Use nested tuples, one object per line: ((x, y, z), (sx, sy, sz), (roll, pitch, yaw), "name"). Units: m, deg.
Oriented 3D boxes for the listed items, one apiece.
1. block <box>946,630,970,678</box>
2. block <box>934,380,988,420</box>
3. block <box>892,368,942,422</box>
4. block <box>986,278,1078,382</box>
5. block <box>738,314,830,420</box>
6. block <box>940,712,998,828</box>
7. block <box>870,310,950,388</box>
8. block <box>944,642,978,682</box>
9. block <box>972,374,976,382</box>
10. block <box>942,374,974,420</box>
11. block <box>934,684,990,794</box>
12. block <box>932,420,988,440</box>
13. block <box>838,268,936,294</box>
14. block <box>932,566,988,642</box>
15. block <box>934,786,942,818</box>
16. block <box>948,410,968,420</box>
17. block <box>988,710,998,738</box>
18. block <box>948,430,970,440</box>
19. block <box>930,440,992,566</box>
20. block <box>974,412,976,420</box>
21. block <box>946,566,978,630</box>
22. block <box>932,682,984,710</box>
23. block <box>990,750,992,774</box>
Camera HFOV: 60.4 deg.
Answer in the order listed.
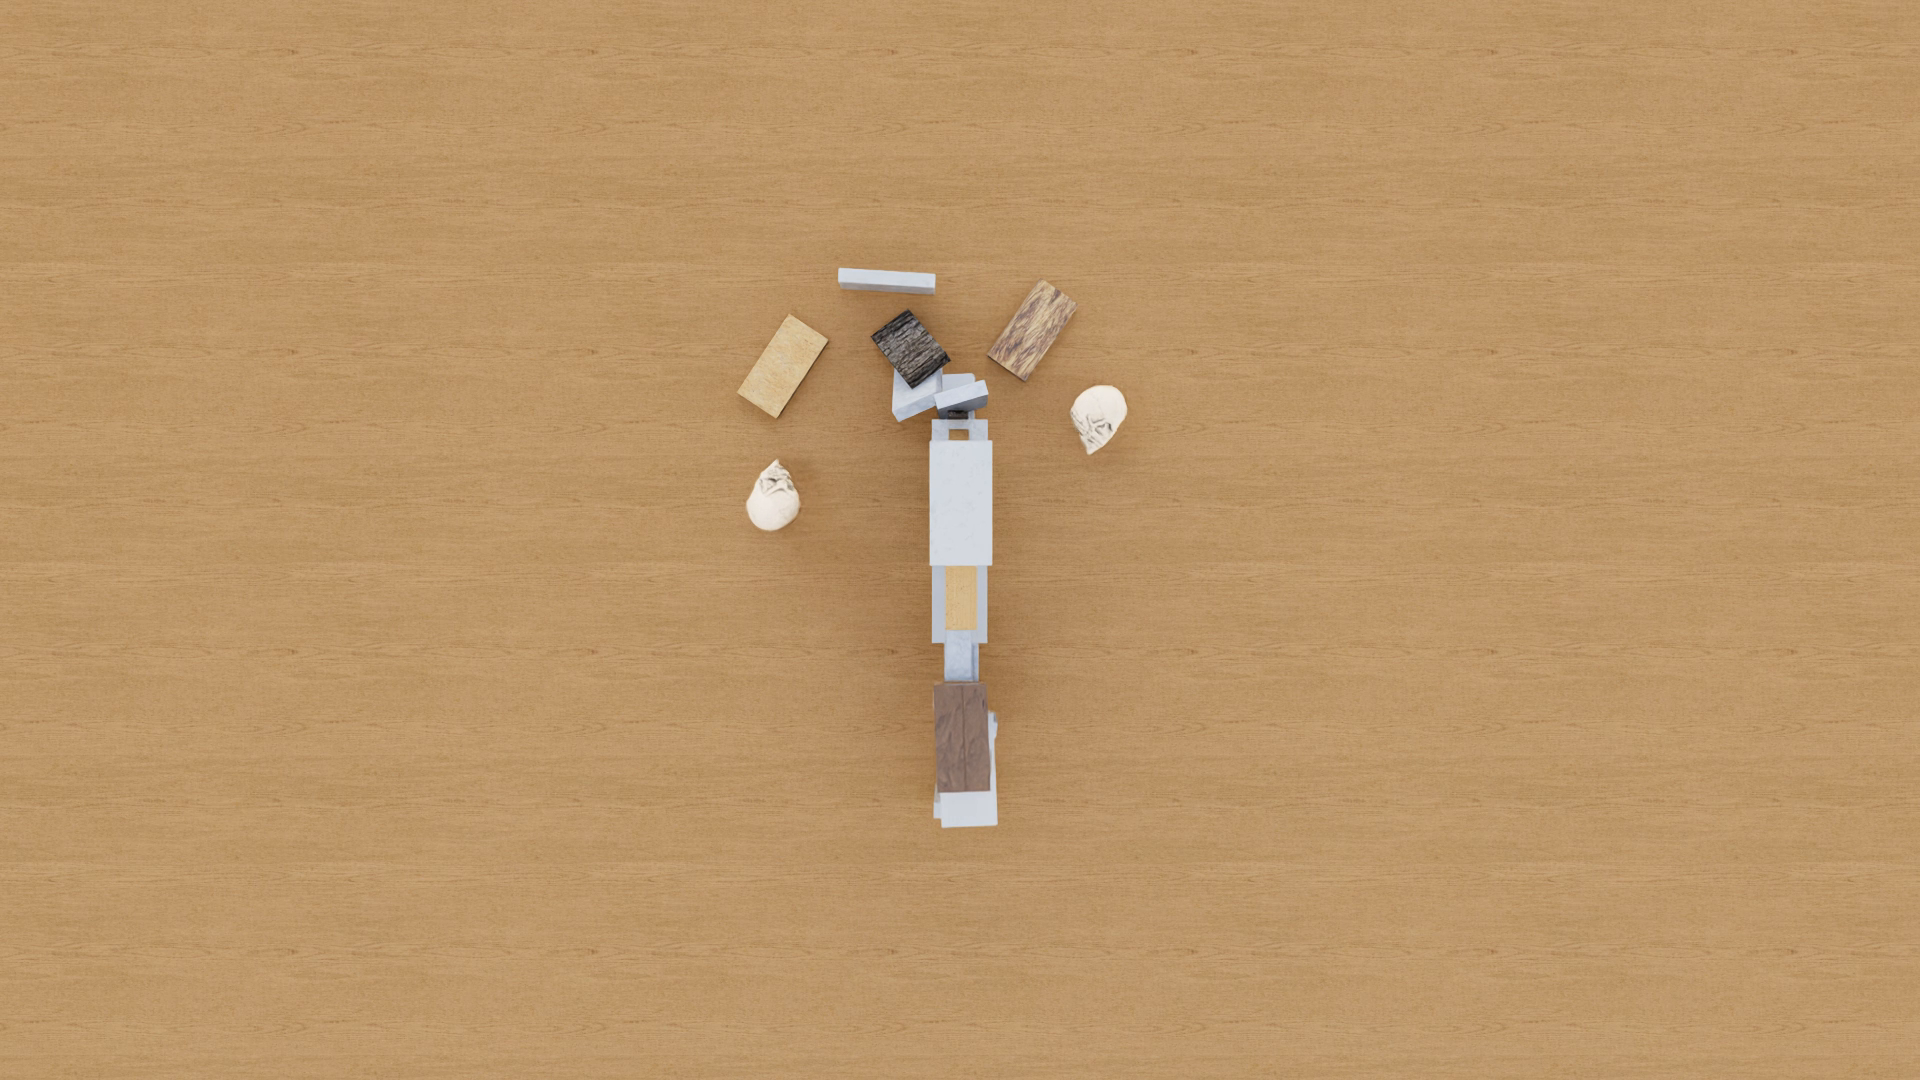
((-0.003, 0.342, 4.957), (0.071, 0.020, 0.142), (0, 90, 0), "block")
((0.003, -0.426, 5.053), (0.155, 0.445, 0.044), (-17, 90, 0), "block")
((-0.136, -0.510, 5.340), (0.157, 0.313, 0.044), (-23, 122, 15), "block")
((0.241, -0.696, 5.478), (0.155, 0.044, 0.310), (35, 90, 0), "block")
((-0.587, -0.576, 5.478), (0.157, 0.044, 0.313), (34, 90, 0), "block")
((0.023, 0.713, 5.129), (0.173, 0.049, 0.346), (-2, 90, 0), "block")
((-0.163, -0.625, 5.371), (0.155, 0.310, 0.044), (-37, 132, 0), "block")
((0.004, 0.432, 5.267), (0.109, 0.031, 0.218), (0, 90, 0), "block")
((0.000, -0.525, 5.401), (0.098, 0.195, 0.028), (-1, 99, 0), "block")
((-0.004, -0.434, 5.289), (0.098, 0.028, 0.195), (-3, 90, 0), "block")
((0.006, 0.573, 4.773), (0.154, 0.044, 0.309), (-2, 89, 0), "block")
((-0.001, -0.200, 5.130), (0.173, 0.049, 0.346), (0, 90, 0), "block")
((-0.237, -0.850, 5.422), (0.313, 0.157, 0.044), (4, 90, 0), "block")
((-0.001, 0.148, 5.134), (0.171, 0.048, 0.342), (0, 90, 0), "block")
((0.004, 0.840, 5.327), (0.173, 0.346, 0.049), (0, 92, 0), "block")
((-0.006, -0.382, 5.128), (0.062, 0.295, 0.017), (-1, 90, 0), "block")
((0.029, 0.586, 5.327), (0.173, 0.346, 0.049), (7, 90, 0), "block")
((-0.003, -0.306, 5.047), (0.062, 0.123, 0.017), (0, 118, 0), "block")
((0.003, -0.106, 4.725), (0.178, 0.050, 0.355), (0, 90, 0), "block")
((0.002, -0.387, 5.402), (0.098, 0.195, 0.028), (0, 104, 0), "block")
((0.004, 0.172, 4.906), (0.095, 0.027, 0.190), (0, 90, 0), "block")
((-0.002, 0.473, 5.024), (0.154, 0.455, 0.044), (0, 90, 0), "block")
((0.015, 0.664, 4.949), (0.154, 0.309, 0.044), (14, 94, 0), "block")
